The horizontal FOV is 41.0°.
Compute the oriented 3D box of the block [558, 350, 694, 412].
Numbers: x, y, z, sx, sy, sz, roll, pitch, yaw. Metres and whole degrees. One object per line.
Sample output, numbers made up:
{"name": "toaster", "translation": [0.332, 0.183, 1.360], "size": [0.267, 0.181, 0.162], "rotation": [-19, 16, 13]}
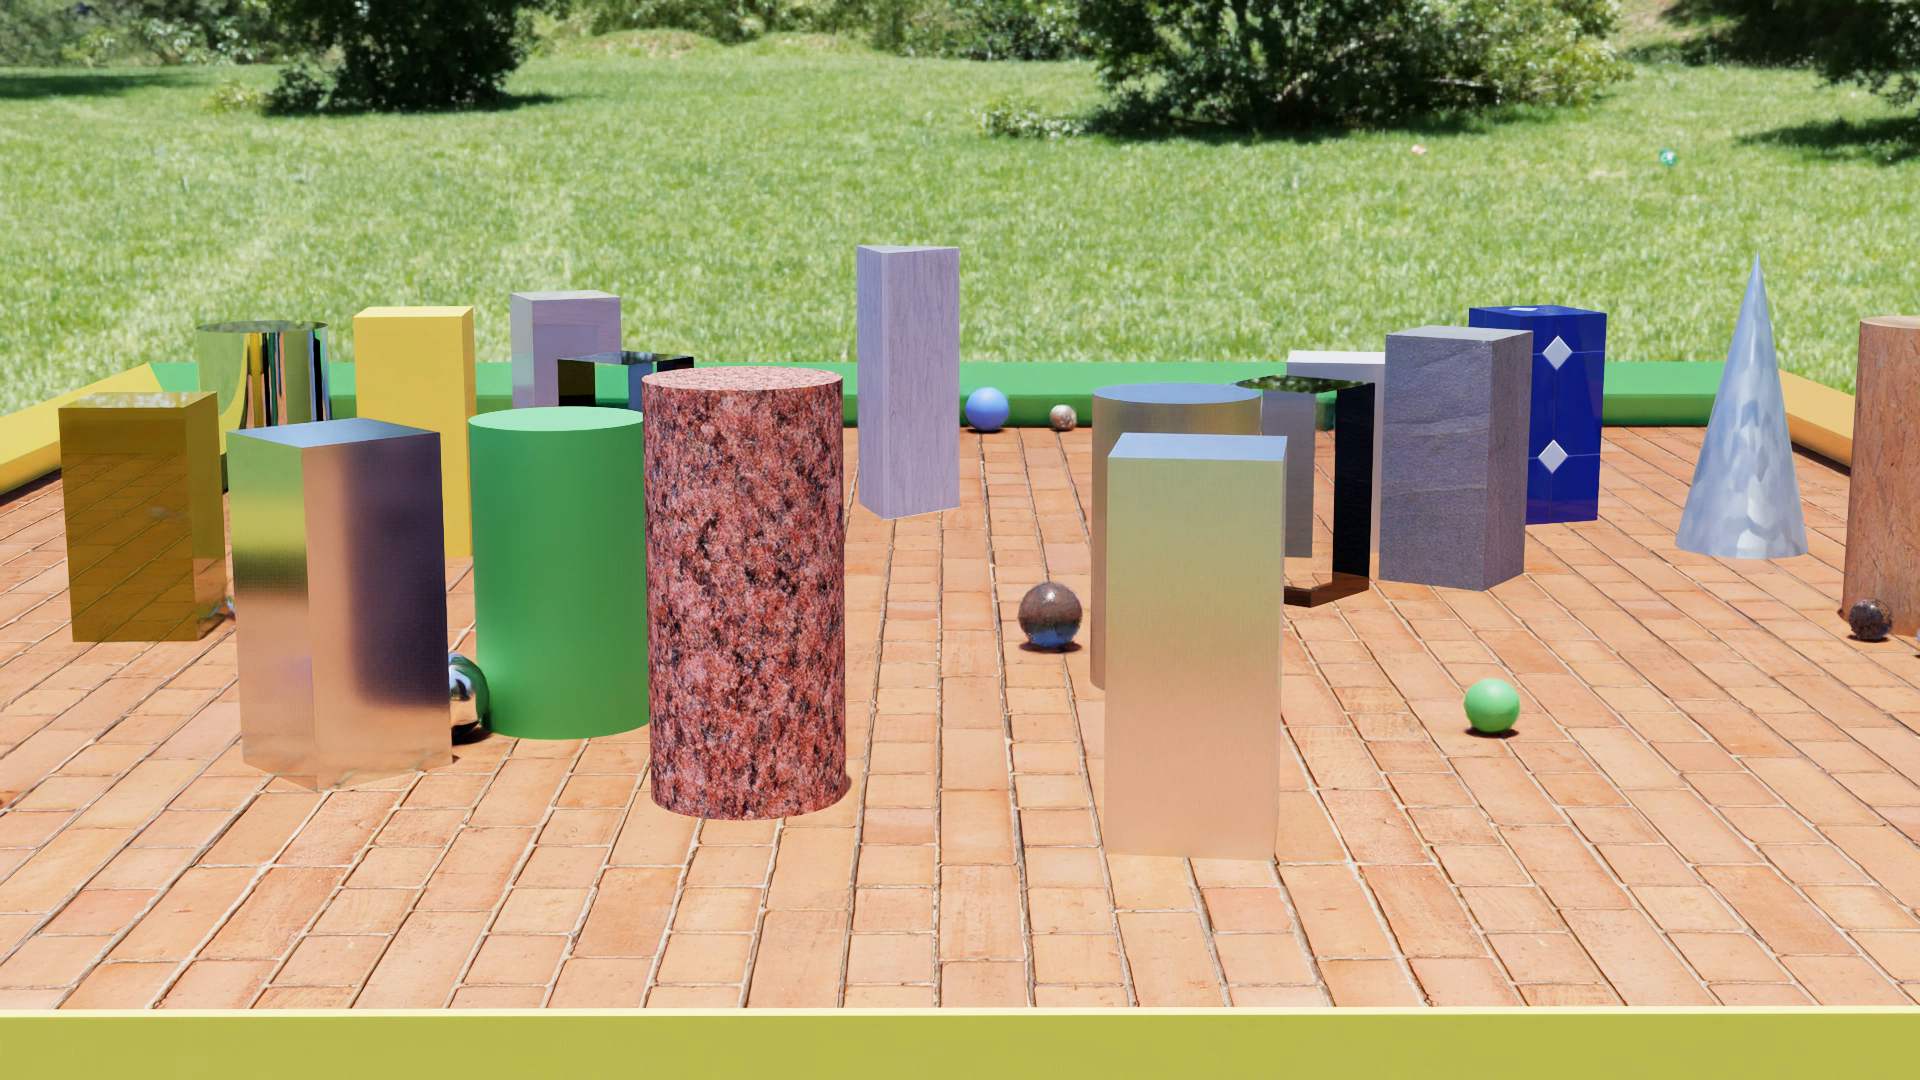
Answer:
{"name": "block", "translation": [-0.552, -0.178, 4.259], "size": [0.158, 0.250, 0.158], "rotation": [8, 13, 35]}

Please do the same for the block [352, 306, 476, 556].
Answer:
{"name": "block", "translation": [-0.820, -0.166, 3.889], "size": [0.158, 0.361, 0.158], "rotation": [-1, 11, -4]}

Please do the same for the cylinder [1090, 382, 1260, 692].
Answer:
{"name": "cylinder", "translation": [0.254, -0.002, 3.043], "size": [0.198, 0.347, 0.198], "rotation": [0, 10, 0]}

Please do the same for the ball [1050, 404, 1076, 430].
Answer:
{"name": "ball", "translation": [0.207, -0.247, 5.174], "size": [0.053, 0.053, 0.053], "rotation": [0, 10, 0]}

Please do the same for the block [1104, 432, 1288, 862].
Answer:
{"name": "block", "translation": [0.224, 0.097, 2.431], "size": [0.158, 0.375, 0.158], "rotation": [2, 11, 8]}

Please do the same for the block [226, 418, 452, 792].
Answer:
{"name": "block", "translation": [-0.647, 0.062, 2.678], "size": [0.158, 0.354, 0.158], "rotation": [-10, 14, -42]}

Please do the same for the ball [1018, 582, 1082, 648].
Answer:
{"name": "ball", "translation": [0.114, 0.095, 3.245], "size": [0.082, 0.082, 0.082], "rotation": [0, 10, 0]}

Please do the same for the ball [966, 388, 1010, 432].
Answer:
{"name": "ball", "translation": [0.055, -0.263, 5.160], "size": [0.089, 0.089, 0.089], "rotation": [0, 10, 0]}

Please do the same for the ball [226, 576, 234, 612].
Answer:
{"name": "ball", "translation": [-0.948, 0.072, 3.423], "size": [0.063, 0.063, 0.063], "rotation": [0, 10, 0]}

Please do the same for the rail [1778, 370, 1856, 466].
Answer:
{"name": "rail", "translation": [1.619, 0.031, 3.458], "size": [0.045, 0.128, 3.646], "rotation": [0, 10, 0]}

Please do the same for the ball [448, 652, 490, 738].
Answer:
{"name": "ball", "translation": [-0.563, 0.170, 2.809], "size": [0.094, 0.094, 0.094], "rotation": [0, 10, 0]}

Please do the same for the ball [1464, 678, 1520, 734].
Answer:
{"name": "ball", "translation": [0.587, 0.183, 2.831], "size": [0.061, 0.061, 0.061], "rotation": [0, 10, 0]}

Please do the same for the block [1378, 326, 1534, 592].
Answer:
{"name": "block", "translation": [0.709, -0.121, 3.670], "size": [0.158, 0.352, 0.158], "rotation": [7, 12, 32]}

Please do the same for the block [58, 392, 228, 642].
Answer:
{"name": "block", "translation": [-1.057, -0.033, 3.332], "size": [0.158, 0.302, 0.158], "rotation": [0, 10, -1]}

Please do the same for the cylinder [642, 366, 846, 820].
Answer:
{"name": "cylinder", "translation": [-0.214, 0.048, 2.564], "size": [0.198, 0.423, 0.198], "rotation": [0, 10, 0]}

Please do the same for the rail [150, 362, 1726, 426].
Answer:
{"name": "rail", "translation": [-0.010, -0.295, 5.218], "size": [3.285, 0.128, 0.045], "rotation": [0, 10, 0]}

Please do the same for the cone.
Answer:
{"name": "cone", "translation": [1.196, -0.214, 3.888], "size": [0.198, 0.457, 0.198], "rotation": [0, 10, 0]}

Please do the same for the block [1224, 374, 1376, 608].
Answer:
{"name": "block", "translation": [0.464, -0.071, 3.568], "size": [0.158, 0.293, 0.158], "rotation": [8, 13, 38]}

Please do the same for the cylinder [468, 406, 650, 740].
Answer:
{"name": "cylinder", "translation": [-0.444, 0.033, 2.871], "size": [0.198, 0.341, 0.198], "rotation": [0, 10, 0]}

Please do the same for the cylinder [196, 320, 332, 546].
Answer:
{"name": "cylinder", "translation": [-1.079, -0.169, 3.999], "size": [0.198, 0.328, 0.198], "rotation": [0, 10, 0]}

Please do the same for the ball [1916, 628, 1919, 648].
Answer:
{"name": "ball", "translation": [1.215, 0.122, 3.187], "size": [0.051, 0.051, 0.051], "rotation": [0, 10, 0]}

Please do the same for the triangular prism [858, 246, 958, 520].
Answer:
{"name": "triangular prism", "translation": [-0.114, -0.266, 4.234], "size": [0.148, 0.432, 0.171], "rotation": [10, 14, 43]}

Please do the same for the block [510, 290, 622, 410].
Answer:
{"name": "block", "translation": [-0.698, -0.271, 4.553], "size": [0.158, 0.327, 0.158], "rotation": [-5, 11, -23]}

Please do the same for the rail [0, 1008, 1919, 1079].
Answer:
{"name": "rail", "translation": [0.010, 0.361, 1.679], "size": [3.285, 0.128, 0.045], "rotation": [0, 10, 0]}

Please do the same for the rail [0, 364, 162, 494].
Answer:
{"name": "rail", "translation": [-1.619, 0.035, 3.440], "size": [0.045, 0.128, 3.646], "rotation": [0, 10, 0]}

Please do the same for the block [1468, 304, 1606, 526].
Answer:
{"name": "block", "translation": [0.932, -0.206, 4.173], "size": [0.158, 0.336, 0.158], "rotation": [-4, 11, -19]}

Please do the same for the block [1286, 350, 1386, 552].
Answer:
{"name": "block", "translation": [0.582, -0.138, 3.941], "size": [0.158, 0.287, 0.158], "rotation": [2, 11, 9]}

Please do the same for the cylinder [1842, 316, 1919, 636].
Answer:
{"name": "cylinder", "translation": [1.272, -0.087, 3.363], "size": [0.198, 0.397, 0.198], "rotation": [0, 10, 0]}

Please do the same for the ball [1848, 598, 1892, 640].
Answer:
{"name": "ball", "translation": [1.169, 0.101, 3.294], "size": [0.053, 0.053, 0.053], "rotation": [0, 10, 0]}
